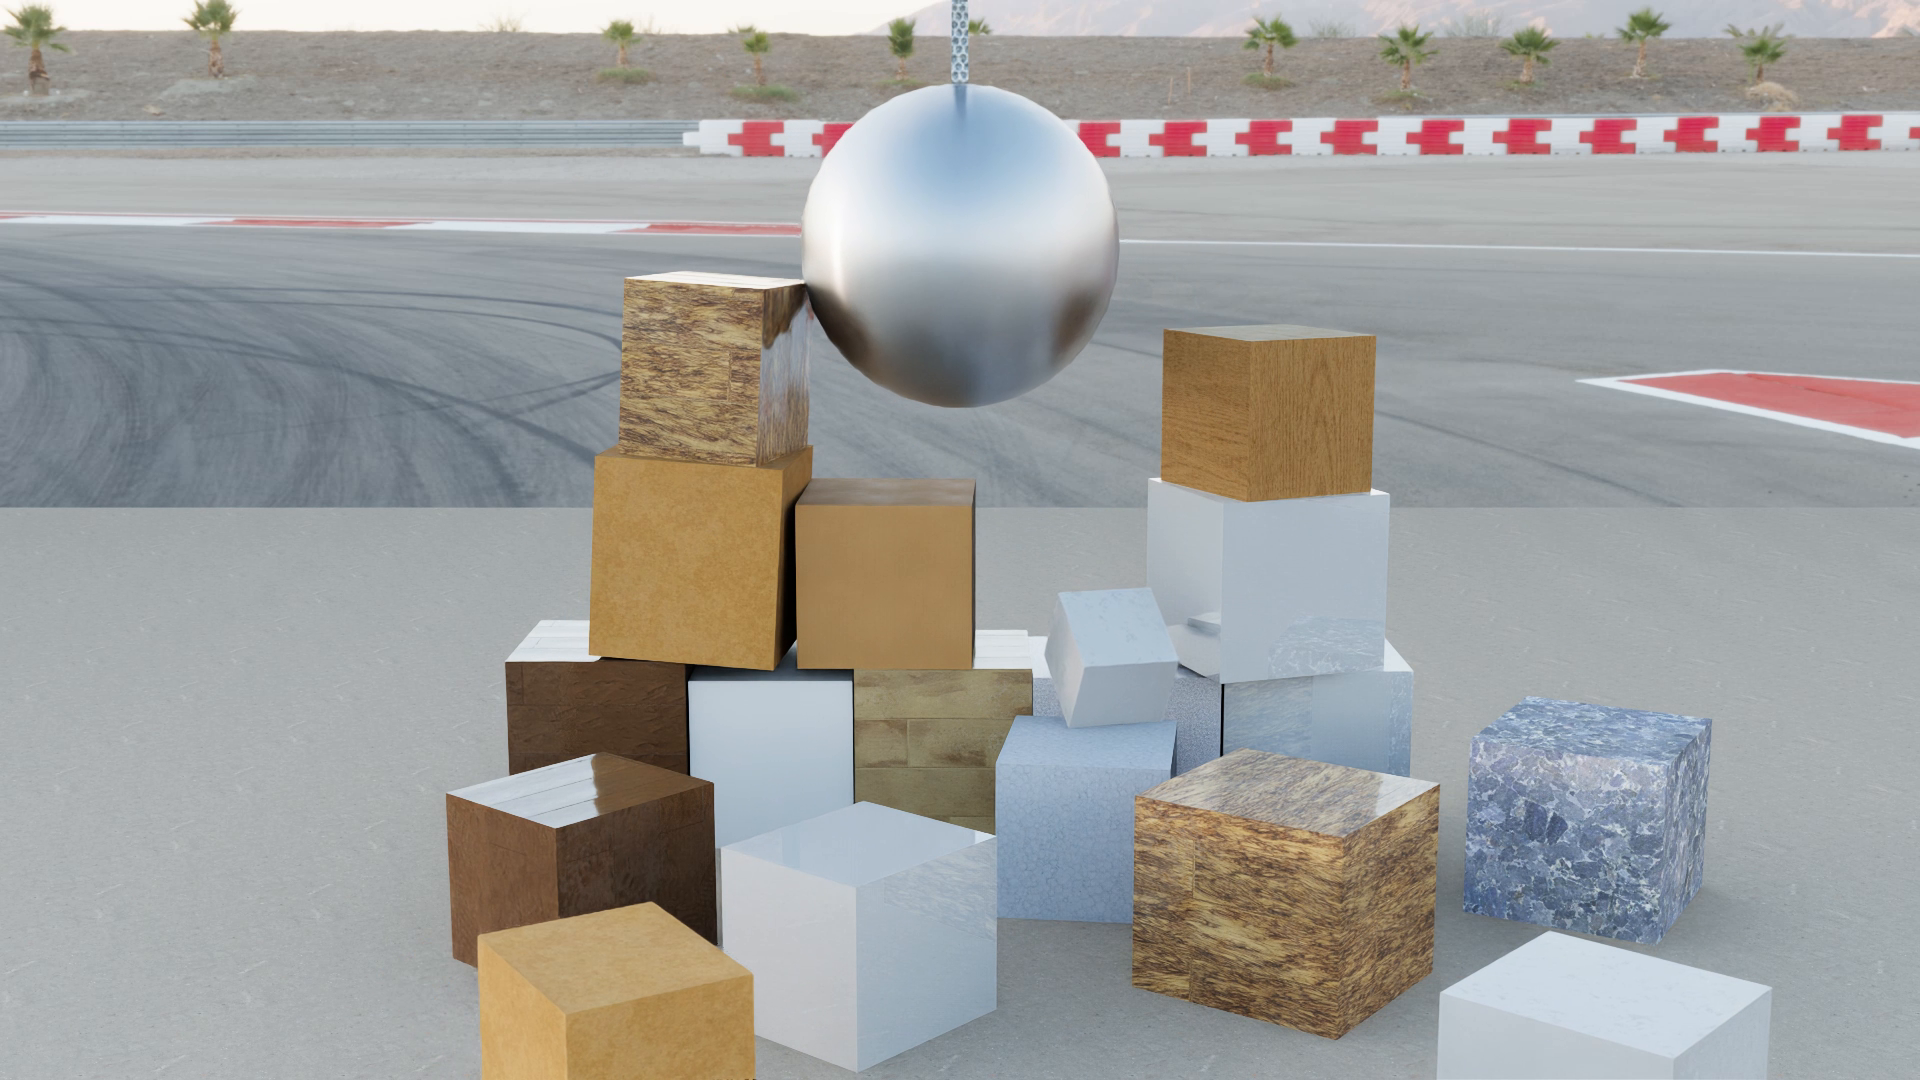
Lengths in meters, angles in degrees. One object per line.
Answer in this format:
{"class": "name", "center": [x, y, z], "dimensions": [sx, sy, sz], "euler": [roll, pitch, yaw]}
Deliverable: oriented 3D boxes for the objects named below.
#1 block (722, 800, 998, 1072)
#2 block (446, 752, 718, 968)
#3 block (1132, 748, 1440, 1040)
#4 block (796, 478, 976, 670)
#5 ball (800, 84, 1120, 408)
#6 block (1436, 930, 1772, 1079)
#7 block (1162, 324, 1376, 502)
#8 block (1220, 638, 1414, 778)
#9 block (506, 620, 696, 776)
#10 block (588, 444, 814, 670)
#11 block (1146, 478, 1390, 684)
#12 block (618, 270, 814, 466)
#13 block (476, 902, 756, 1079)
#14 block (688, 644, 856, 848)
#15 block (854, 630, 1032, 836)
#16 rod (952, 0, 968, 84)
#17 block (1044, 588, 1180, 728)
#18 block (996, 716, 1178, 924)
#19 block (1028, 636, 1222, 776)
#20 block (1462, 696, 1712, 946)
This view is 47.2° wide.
{"class": "block", "center": [-0.400, 1.570, 8.866], "dimensions": [0.738, 0.738, 0.826], "euler": [9, 14, 40]}
{"class": "block", "center": [-1.638, 1.438, 9.569], "dimensions": [0.749, 0.747, 0.865], "euler": [9, 14, 41]}
{"class": "block", "center": [1.372, 1.451, 9.249], "dimensions": [0.948, 0.835, 0.903], "euler": [7, 13, 36]}
{"class": "block", "center": [-0.360, 0.156, 11.192], "dimensions": [0.860, 0.816, 0.875], "euler": [0, 10, 2]}
{"class": "ball", "center": [0.000, -1.460, 10.962], "dimensions": [1.600, 1.600, 1.600], "euler": [0, 10, 0]}
{"class": "block", "center": [2.156, 1.850, 7.393], "dimensions": [0.809, 0.714, 0.776], "euler": [9, 14, 41]}
{"class": "block", "center": [1.524, -0.650, 10.946], "dimensions": [0.730, 0.769, 0.780], "euler": [-5, 11, -26]}
{"class": "block", "center": [1.776, 1.024, 11.370], "dimensions": [0.933, 0.917, 0.853], "euler": [0, 10, 0]}
{"class": "block", "center": [-1.798, 0.994, 11.373], "dimensions": [0.883, 0.976, 0.937], "euler": [0, 10, 0]}
{"class": "block", "center": [-1.298, 0.035, 11.158], "dimensions": [0.921, 0.992, 0.935], "euler": [4, 10, 4]}
{"class": "block", "center": [1.534, 0.162, 11.086], "dimensions": [0.905, 0.880, 0.856], "euler": [-4, 11, -20]}
{"class": "block", "center": [-1.207, -0.874, 11.010], "dimensions": [0.710, 0.857, 0.815], "euler": [6, 11, 13]}
{"class": "block", "center": [-1.199, 1.791, 7.634], "dimensions": [0.669, 0.744, 0.837], "euler": [-6, 12, -31]}
{"class": "block", "center": [-0.939, 1.052, 11.368], "dimensions": [0.813, 0.864, 0.812], "euler": [0, 10, 0]}
{"class": "block", "center": [-0.084, 1.018, 11.350], "dimensions": [0.880, 0.936, 0.865], "euler": [0, 10, 0]}
{"class": "rod", "center": [0.000, -4.801, 10.328], "dimensions": [0.080, 5.200, 0.080], "euler": [0, 11, 0]}
{"class": "block", "center": [0.722, 0.567, 10.599], "dimensions": [0.467, 0.432, 0.491], "euler": [-3, 44, -15]}
{"class": "block", "center": [0.608, 1.302, 10.367], "dimensions": [0.786, 0.730, 0.854], "euler": [1, 10, 8]}
{"class": "block", "center": [0.826, 1.037, 11.370], "dimensions": [0.929, 0.892, 0.915], "euler": [0, 10, 0]}
{"class": "block", "center": [2.929, 1.278, 10.242], "dimensions": [0.875, 0.821, 0.921], "euler": [6, 12, 30]}
